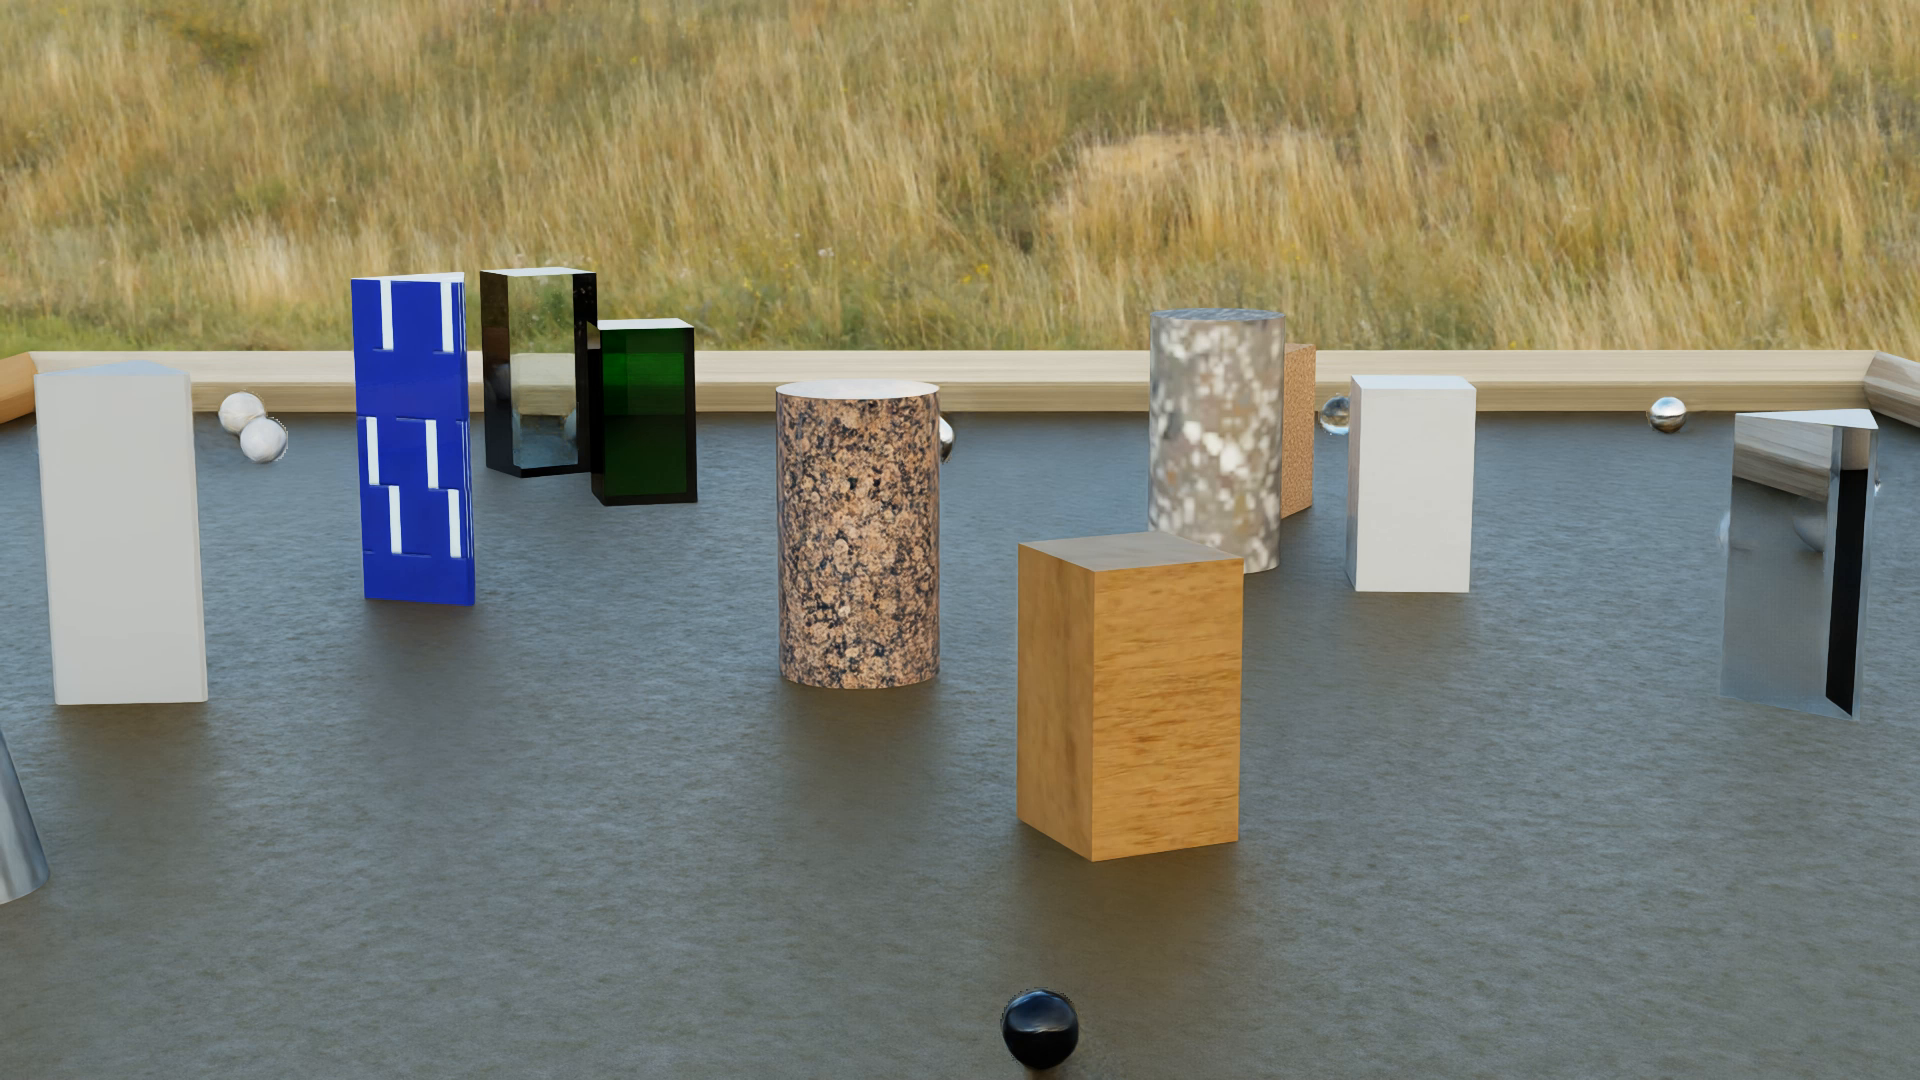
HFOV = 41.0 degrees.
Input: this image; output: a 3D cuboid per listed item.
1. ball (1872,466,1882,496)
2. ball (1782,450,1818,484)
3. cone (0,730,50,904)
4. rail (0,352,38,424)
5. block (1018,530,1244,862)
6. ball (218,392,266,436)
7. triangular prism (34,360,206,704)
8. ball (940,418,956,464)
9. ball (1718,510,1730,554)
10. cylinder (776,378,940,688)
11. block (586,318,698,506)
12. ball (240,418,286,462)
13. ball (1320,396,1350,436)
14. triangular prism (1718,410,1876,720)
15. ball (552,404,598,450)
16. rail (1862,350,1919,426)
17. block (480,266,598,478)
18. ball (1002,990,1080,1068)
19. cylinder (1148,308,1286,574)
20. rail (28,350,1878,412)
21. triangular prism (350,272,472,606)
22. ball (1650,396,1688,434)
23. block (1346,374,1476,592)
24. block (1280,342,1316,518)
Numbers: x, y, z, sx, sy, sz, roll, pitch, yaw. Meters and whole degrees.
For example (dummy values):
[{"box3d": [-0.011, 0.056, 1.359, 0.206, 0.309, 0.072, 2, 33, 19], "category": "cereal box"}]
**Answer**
[{"box3d": [1.532, -0.100, 4.357, 0.061, 0.061, 0.061, 0, 11, 0], "category": "ball"}, {"box3d": [1.476, -0.128, 4.508, 0.060, 0.060, 0.060, 0, 11, 0], "category": "ball"}, {"box3d": [-0.923, 0.108, 2.272, 0.196, 0.411, 0.196, 0, 11, 0], "category": "cone"}, {"box3d": [-1.937, 0.035, 3.438, 0.045, 0.127, 4.065, 0, 11, 0], "category": "rail"}, {"box3d": [0.160, 0.144, 2.452, 0.157, 0.274, 0.157, -5, 12, -24], "category": "block"}, {"box3d": [-1.420, -0.248, 5.075, 0.089, 0.089, 0.089, 0, 11, 0], "category": "ball"}, {"box3d": [-0.965, -0.013, 3.004, 0.170, 0.381, 0.147, -1, 11, -4], "category": "triangular prism"}, {"box3d": [-0.056, -0.182, 4.704, 0.094, 0.094, 0.094, 0, 11, 0], "category": "ball"}, {"box3d": [1.162, -0.008, 3.756, 0.098, 0.098, 0.098, 0, 11, 0], "category": "ball"}, {"box3d": [-0.122, -0.011, 3.097, 0.196, 0.345, 0.196, 0, 11, 0], "category": "cylinder"}, {"box3d": [-0.539, -0.219, 4.350, 0.157, 0.296, 0.157, -3, 11, -16], "category": "block"}, {"box3d": [-1.289, -0.184, 4.746, 0.083, 0.083, 0.083, 0, 11, 0], "category": "ball"}, {"box3d": [0.755, -0.247, 5.102, 0.077, 0.077, 0.077, 0, 11, 0], "category": "ball"}, {"box3d": [1.000, 0.020, 2.963, 0.147, 0.331, 0.170, -10, 15, -44], "category": "triangular prism"}, {"box3d": [-0.739, -0.218, 4.917, 0.087, 0.087, 0.087, 0, 11, 0], "category": "ball"}, {"box3d": [1.937, 0.031, 3.460, 0.045, 0.127, 4.065, 0, 11, 0], "category": "rail"}, {"box3d": [-0.760, -0.306, 4.647, 0.157, 0.359, 0.157, -7, 13, -33], "category": "block"}, {"box3d": [0.060, 0.360, 1.886, 0.057, 0.057, 0.057, 0, 11, 0], "category": "ball"}, {"box3d": [0.376, -0.149, 3.776, 0.196, 0.367, 0.196, 0, 11, 0], "category": "cylinder"}, {"box3d": [-0.012, -0.333, 5.424, 3.922, 0.127, 0.045, 0, 11, 0], "category": "rail"}, {"box3d": [-0.721, -0.145, 3.555, 0.170, 0.440, 0.147, 4, 11, 19], "category": "triangular prism"}, {"box3d": [1.415, -0.249, 5.125, 0.073, 0.073, 0.073, 0, 11, 0], "category": "ball"}, {"box3d": [0.637, -0.082, 3.640, 0.157, 0.286, 0.157, 1, 11, 3], "category": "block"}, {"box3d": [0.484, -0.185, 4.238, 0.157, 0.270, 0.157, 5, 12, 27], "category": "block"}]
